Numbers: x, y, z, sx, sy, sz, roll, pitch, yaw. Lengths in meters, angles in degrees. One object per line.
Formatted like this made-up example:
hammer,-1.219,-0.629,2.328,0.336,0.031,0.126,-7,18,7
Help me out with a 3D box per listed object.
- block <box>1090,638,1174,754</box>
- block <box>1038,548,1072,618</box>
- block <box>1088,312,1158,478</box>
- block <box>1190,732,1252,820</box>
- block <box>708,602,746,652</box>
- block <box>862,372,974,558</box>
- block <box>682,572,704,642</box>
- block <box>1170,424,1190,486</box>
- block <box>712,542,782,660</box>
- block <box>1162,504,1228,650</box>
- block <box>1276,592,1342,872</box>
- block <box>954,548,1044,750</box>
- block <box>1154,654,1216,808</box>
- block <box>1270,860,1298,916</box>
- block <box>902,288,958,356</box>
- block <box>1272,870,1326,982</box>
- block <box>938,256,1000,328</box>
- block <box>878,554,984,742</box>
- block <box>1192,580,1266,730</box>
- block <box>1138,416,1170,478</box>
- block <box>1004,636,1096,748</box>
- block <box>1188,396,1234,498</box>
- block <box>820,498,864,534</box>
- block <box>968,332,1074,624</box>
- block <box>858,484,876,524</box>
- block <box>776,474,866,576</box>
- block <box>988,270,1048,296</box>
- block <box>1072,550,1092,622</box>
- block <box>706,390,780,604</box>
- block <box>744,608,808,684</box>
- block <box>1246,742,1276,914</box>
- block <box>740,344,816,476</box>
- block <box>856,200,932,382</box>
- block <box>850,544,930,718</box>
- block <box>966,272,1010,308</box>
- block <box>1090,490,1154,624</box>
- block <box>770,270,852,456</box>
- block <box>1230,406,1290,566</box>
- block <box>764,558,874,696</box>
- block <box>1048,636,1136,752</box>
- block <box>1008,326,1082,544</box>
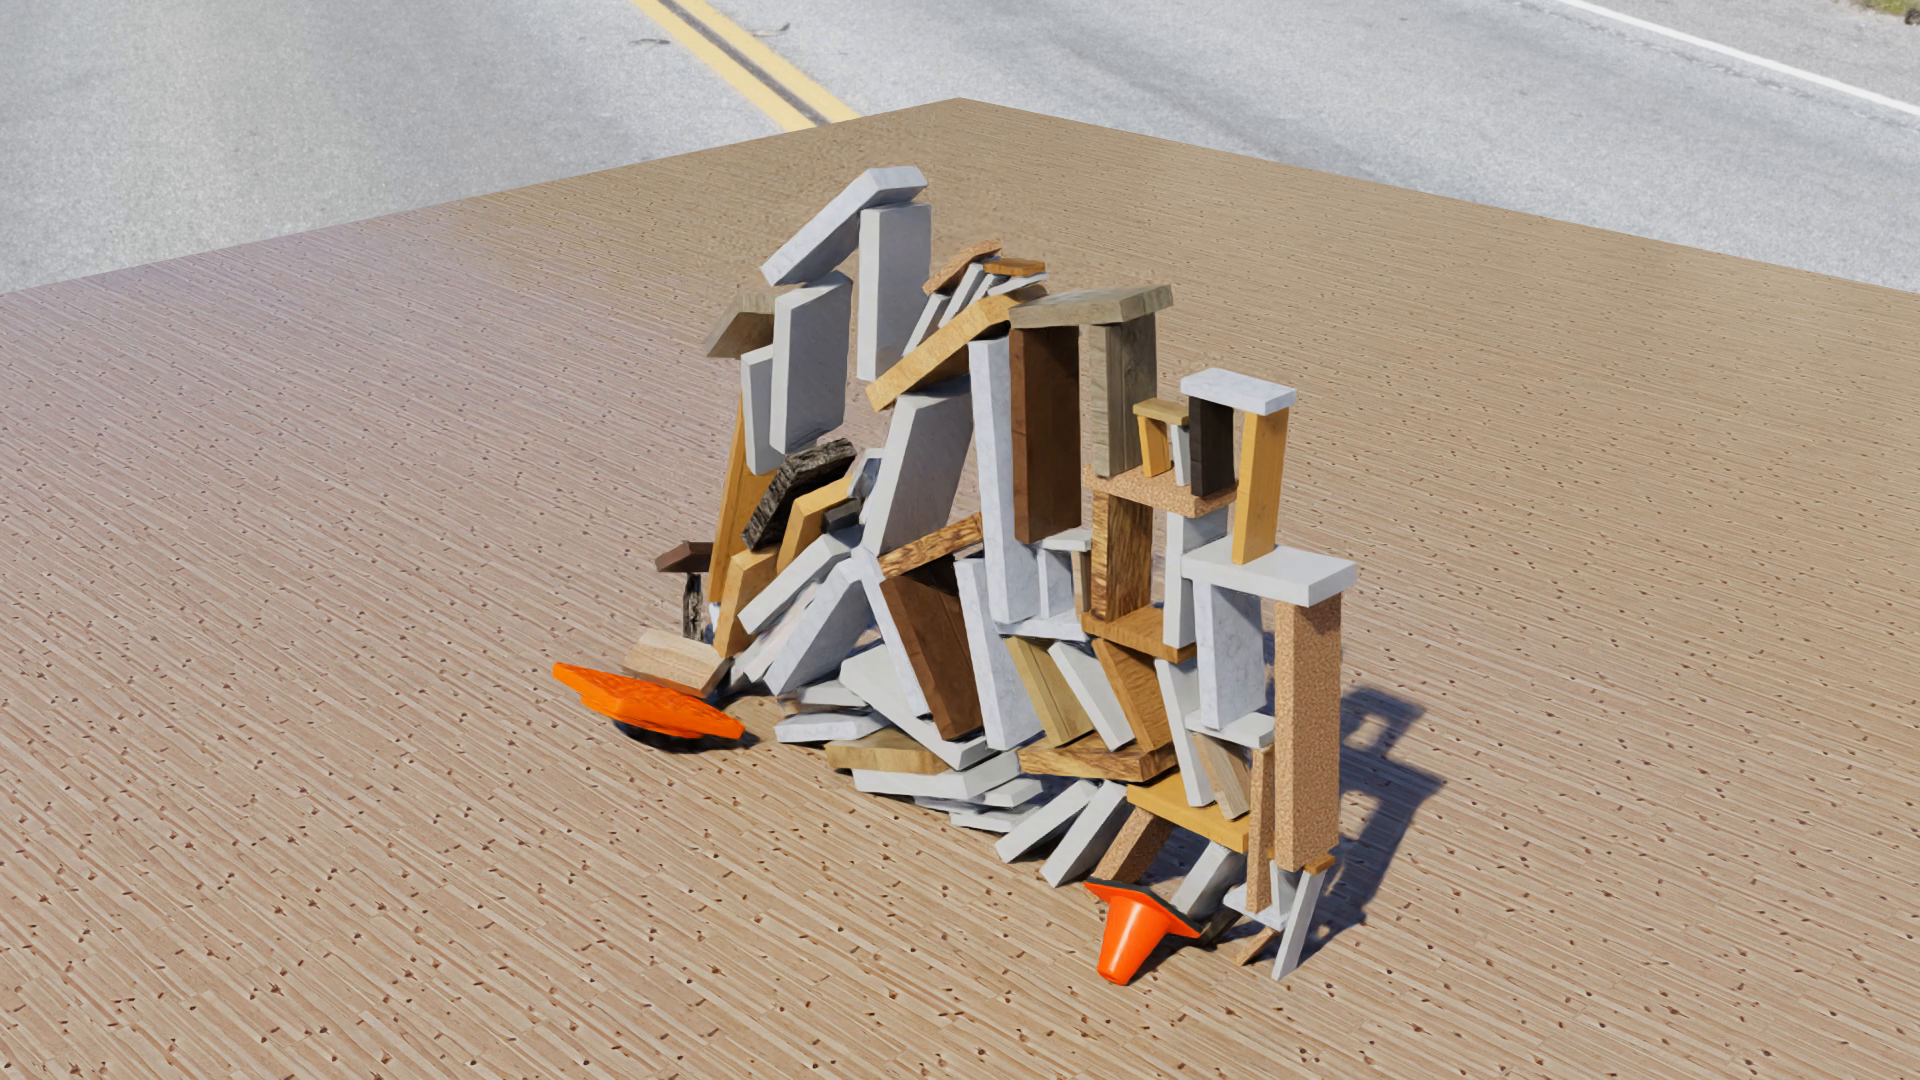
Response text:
block,0.331,0.264,3.980,0.111,0.222,0.031,-21,-6,-41
block,0.176,0.072,4.063,0.019,0.133,0.067,13,24,43
block,0.284,-0.255,3.799,0.038,0.265,0.133,16,27,42
block,0.471,0.402,3.879,0.082,0.164,0.023,-21,-1,-41
block,-0.460,0.203,4.947,0.215,0.030,0.108,13,50,-41
block,-0.072,-0.143,4.233,0.179,0.358,0.051,-21,51,-39
block,-0.613,0.193,5.056,0.030,0.108,0.215,3,48,-13
block,0.386,-0.151,3.744,0.015,0.107,0.054,8,22,45
block,-0.442,0.119,4.748,0.152,0.303,0.043,-28,62,-34
block,0.408,0.052,3.811,0.035,0.248,0.124,20,30,40
block,0.589,0.314,3.726,0.038,0.492,0.133,16,28,42
block,0.093,0.196,4.196,0.047,0.373,0.165,4,20,44
block,0.424,0.326,3.910,0.111,0.274,0.031,-21,10,-40
block,0.570,0.603,3.867,0.053,0.105,0.015,-21,23,-41
block,-0.046,-0.402,4.105,0.077,0.155,0.022,-19,58,-44
block,0.596,0.670,3.867,0.053,0.248,0.015,-21,43,-41
block,0.022,-0.448,4.023,0.077,0.155,0.022,-20,60,-44
block,-0.023,0.209,4.306,0.165,0.330,0.047,-21,-2,-40
block,0.467,0.179,3.801,0.133,0.266,0.038,-21,24,-41
block,0.335,-0.168,3.791,0.015,0.107,0.054,8,22,45
block,0.176,0.269,4.146,0.111,0.221,0.031,-21,-5,-42
block,0.423,-0.167,3.692,0.024,0.173,0.086,16,27,42
block,-0.238,-0.043,4.445,0.076,0.021,0.151,-23,-9,-11
block,0.119,-0.121,4.042,0.179,0.526,0.051,-18,21,-38
block,-0.132,-0.106,4.298,0.076,0.177,0.021,-8,48,-42
block,-0.290,-0.022,4.575,0.152,0.303,0.043,-25,70,-24
block,0.103,-0.459,3.940,0.054,0.015,0.107,-20,4,-38
block,0.236,0.075,4.002,0.019,0.133,0.067,11,23,42
block,-0.432,-0.115,4.727,0.141,0.613,0.040,1,37,-18
block,-0.347,0.213,4.657,0.117,0.234,0.033,-15,66,-52
block,0.540,0.495,3.842,0.023,0.323,0.082,20,30,41
block,-0.368,-0.272,4.475,0.141,0.283,0.040,-21,45,-23
block,-0.124,-0.471,4.162,0.045,0.320,0.160,14,21,34
block,-0.074,0.156,4.358,0.176,0.353,0.050,-18,-5,-38
block,0.053,-0.452,4.000,0.054,0.107,0.015,-23,68,-41
block,0.289,0.013,3.919,0.035,0.248,0.124,20,30,40
block,-0.296,-0.349,4.346,0.160,0.357,0.045,-31,53,-35
block,0.497,-0.095,3.645,0.024,0.270,0.086,24,33,39
block,-0.253,0.161,4.541,0.176,0.447,0.050,-24,70,-38
block,0.264,0.272,4.051,0.111,0.031,0.221,-22,74,-42
block,0.156,-0.200,3.967,0.133,0.398,0.038,-19,27,-37
